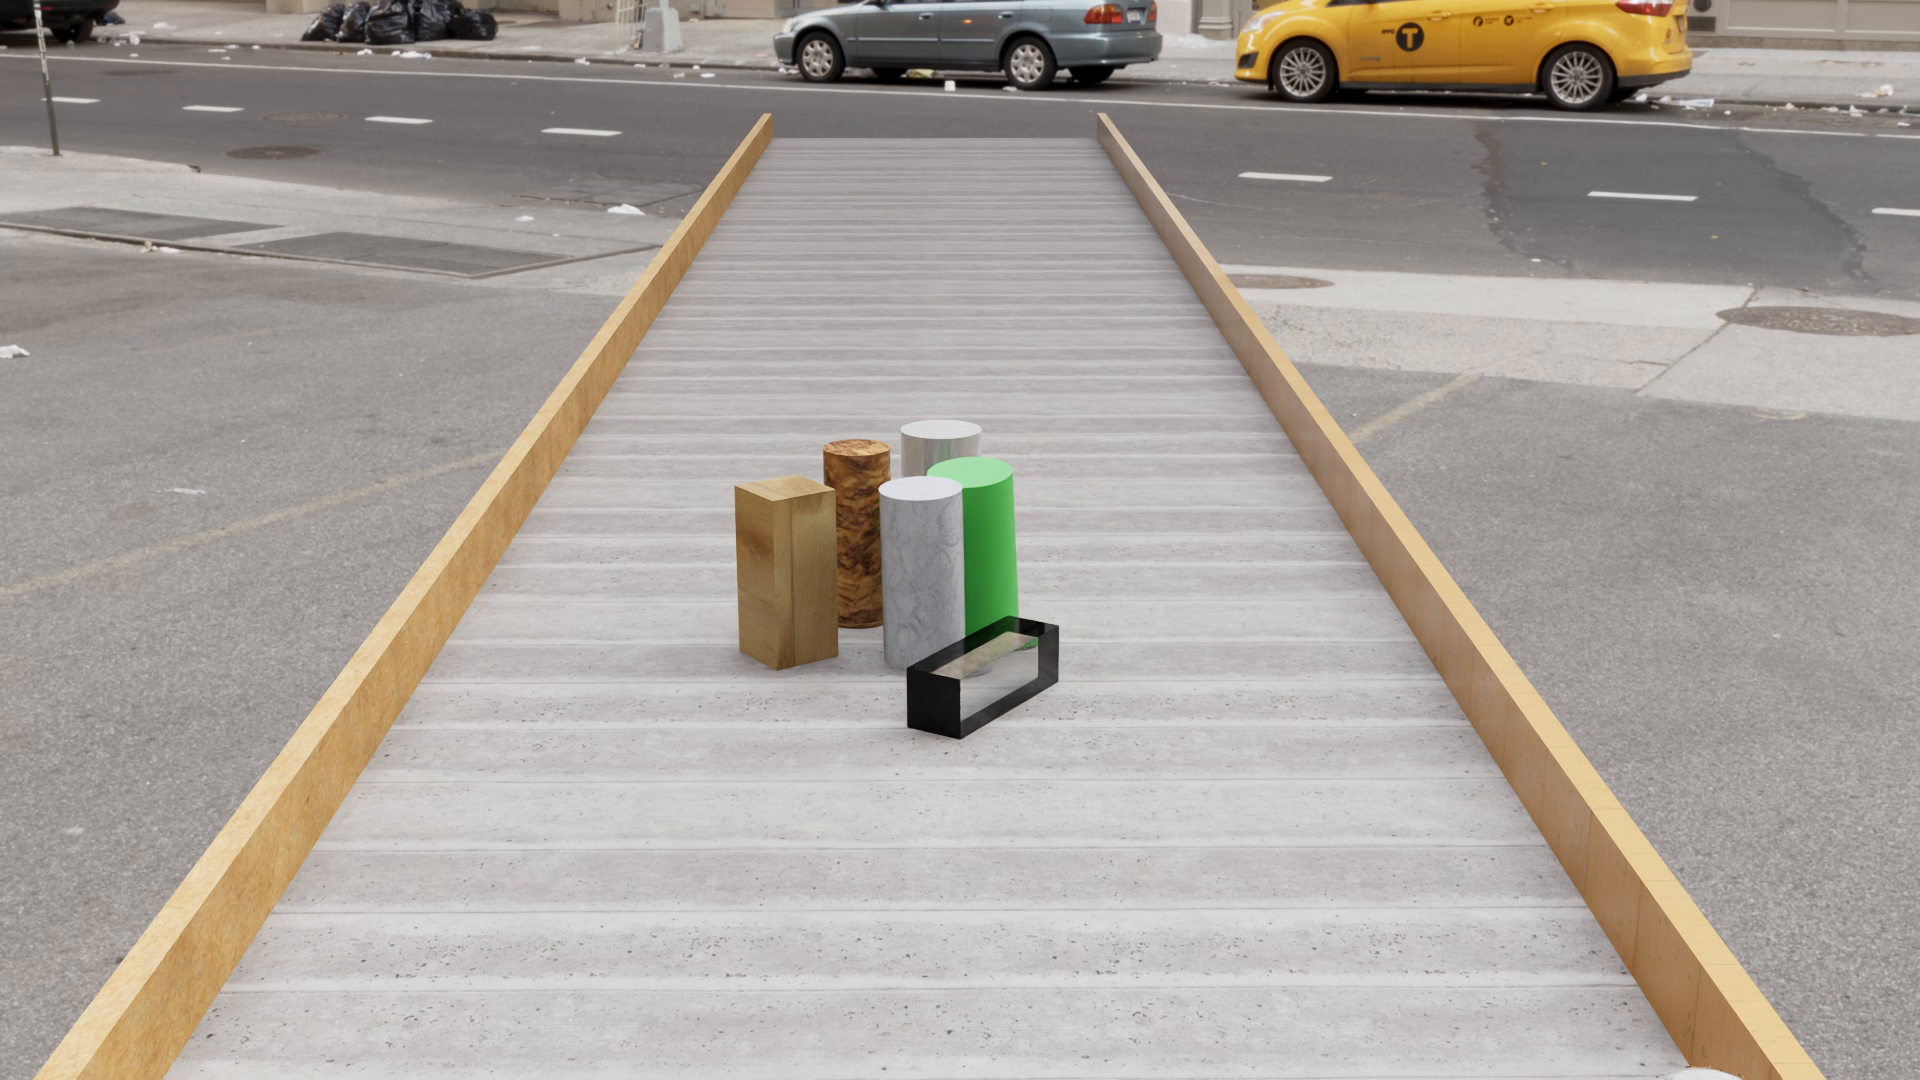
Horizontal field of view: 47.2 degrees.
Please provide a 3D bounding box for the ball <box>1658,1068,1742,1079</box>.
[{"bbox_3d":[0.859,0.704,2.535,0.185,0.185,0.185,0,17,0],"label":"ball"}]

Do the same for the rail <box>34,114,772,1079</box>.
[{"bbox_3d":[-1.118,-0.838,7.780,0.050,0.150,12.000,0,17,-1],"label":"rail"}]

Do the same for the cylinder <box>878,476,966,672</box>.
[{"bbox_3d":[-0.074,0.067,4.367,0.165,0.356,0.165,-1,18,0],"label":"cylinder"}]

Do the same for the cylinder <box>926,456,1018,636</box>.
[{"bbox_3d":[0.028,0.022,4.515,0.174,0.346,0.174,-3,23,1],"label":"cylinder"}]

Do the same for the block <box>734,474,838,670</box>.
[{"bbox_3d":[-0.347,0.063,4.403,0.145,0.349,0.145,-12,20,-34],"label":"block"}]

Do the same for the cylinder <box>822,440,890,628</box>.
[{"bbox_3d":[-0.215,-0.013,4.614,0.140,0.374,0.140,0,17,0],"label":"cylinder"}]

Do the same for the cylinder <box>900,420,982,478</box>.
[{"bbox_3d":[-0.042,-0.080,4.894,0.179,0.343,0.179,0,17,0],"label":"cylinder"}]

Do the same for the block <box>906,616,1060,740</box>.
[{"bbox_3d":[0.047,0.256,4.162,0.117,0.117,0.359,10,19,31],"label":"block"}]

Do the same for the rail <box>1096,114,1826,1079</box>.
[{"bbox_3d":[0.932,-0.844,7.801,0.050,0.150,12.000,0,17,-1],"label":"rail"}]
